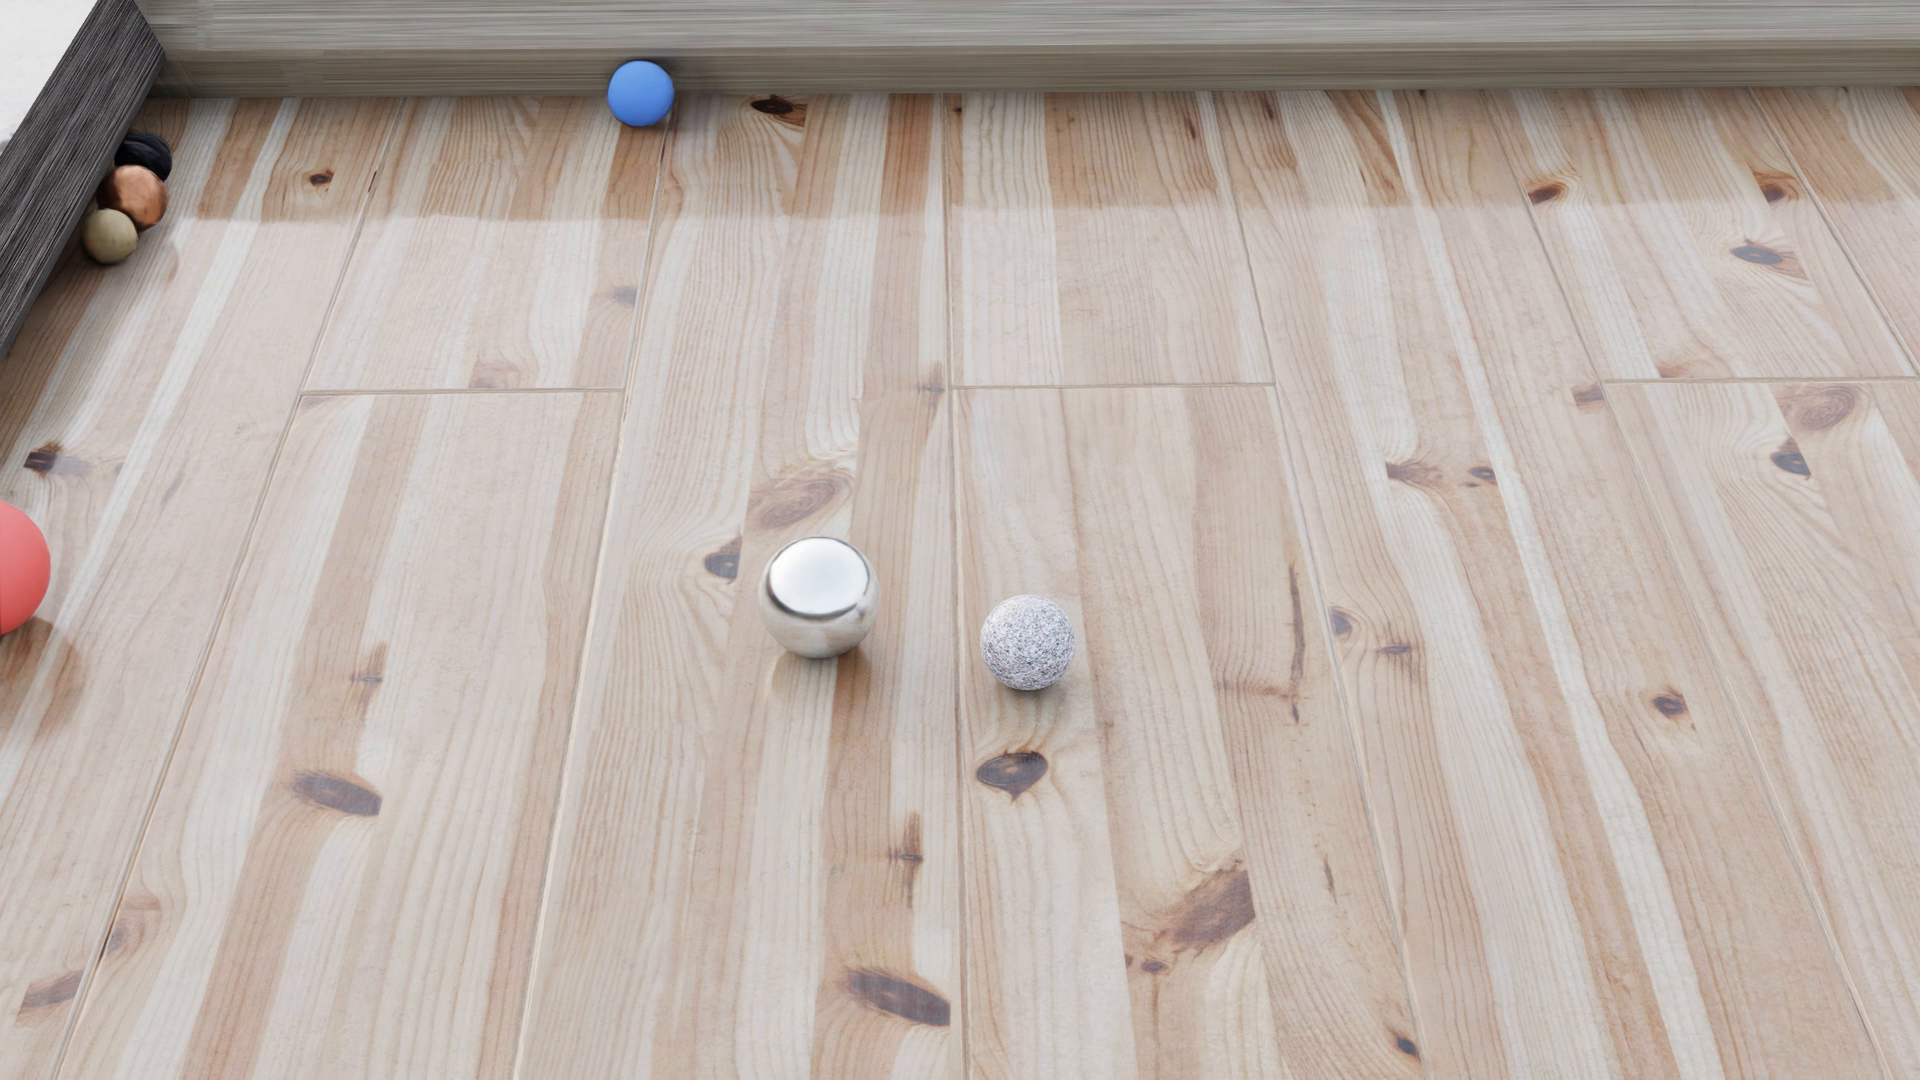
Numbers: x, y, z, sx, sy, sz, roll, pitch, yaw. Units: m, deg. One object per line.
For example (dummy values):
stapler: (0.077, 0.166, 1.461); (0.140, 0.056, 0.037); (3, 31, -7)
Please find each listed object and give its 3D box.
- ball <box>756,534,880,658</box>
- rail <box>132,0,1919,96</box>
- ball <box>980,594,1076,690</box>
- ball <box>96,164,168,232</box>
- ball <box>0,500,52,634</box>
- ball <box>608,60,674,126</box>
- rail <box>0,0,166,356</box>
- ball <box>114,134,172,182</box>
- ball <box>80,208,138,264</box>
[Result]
ball: (-0.093, 0.037, 1.688); (0.081, 0.081, 0.081); (0, 36, 0)
rail: (0.737, -0.462, 2.345); (2.997, 0.124, 0.045); (-1, 36, -1)
ball: (0.044, 0.066, 1.663); (0.062, 0.062, 0.062); (0, 36, 0)
ball: (-0.697, -0.288, 2.161); (0.057, 0.057, 0.057); (0, 36, 0)
ball: (-0.653, 0.018, 1.702); (0.096, 0.096, 0.096); (0, 36, 0)
ball: (-0.288, -0.404, 2.320); (0.059, 0.059, 0.059); (0, 36, 0)
rail: (-0.725, -0.020, 1.729); (0.045, 0.124, 1.515); (-1, 36, -1)
ball: (-0.708, -0.329, 2.225); (0.048, 0.048, 0.048); (0, 36, 0)
ball: (-0.703, -0.251, 2.119); (0.046, 0.046, 0.046); (0, 36, 0)
